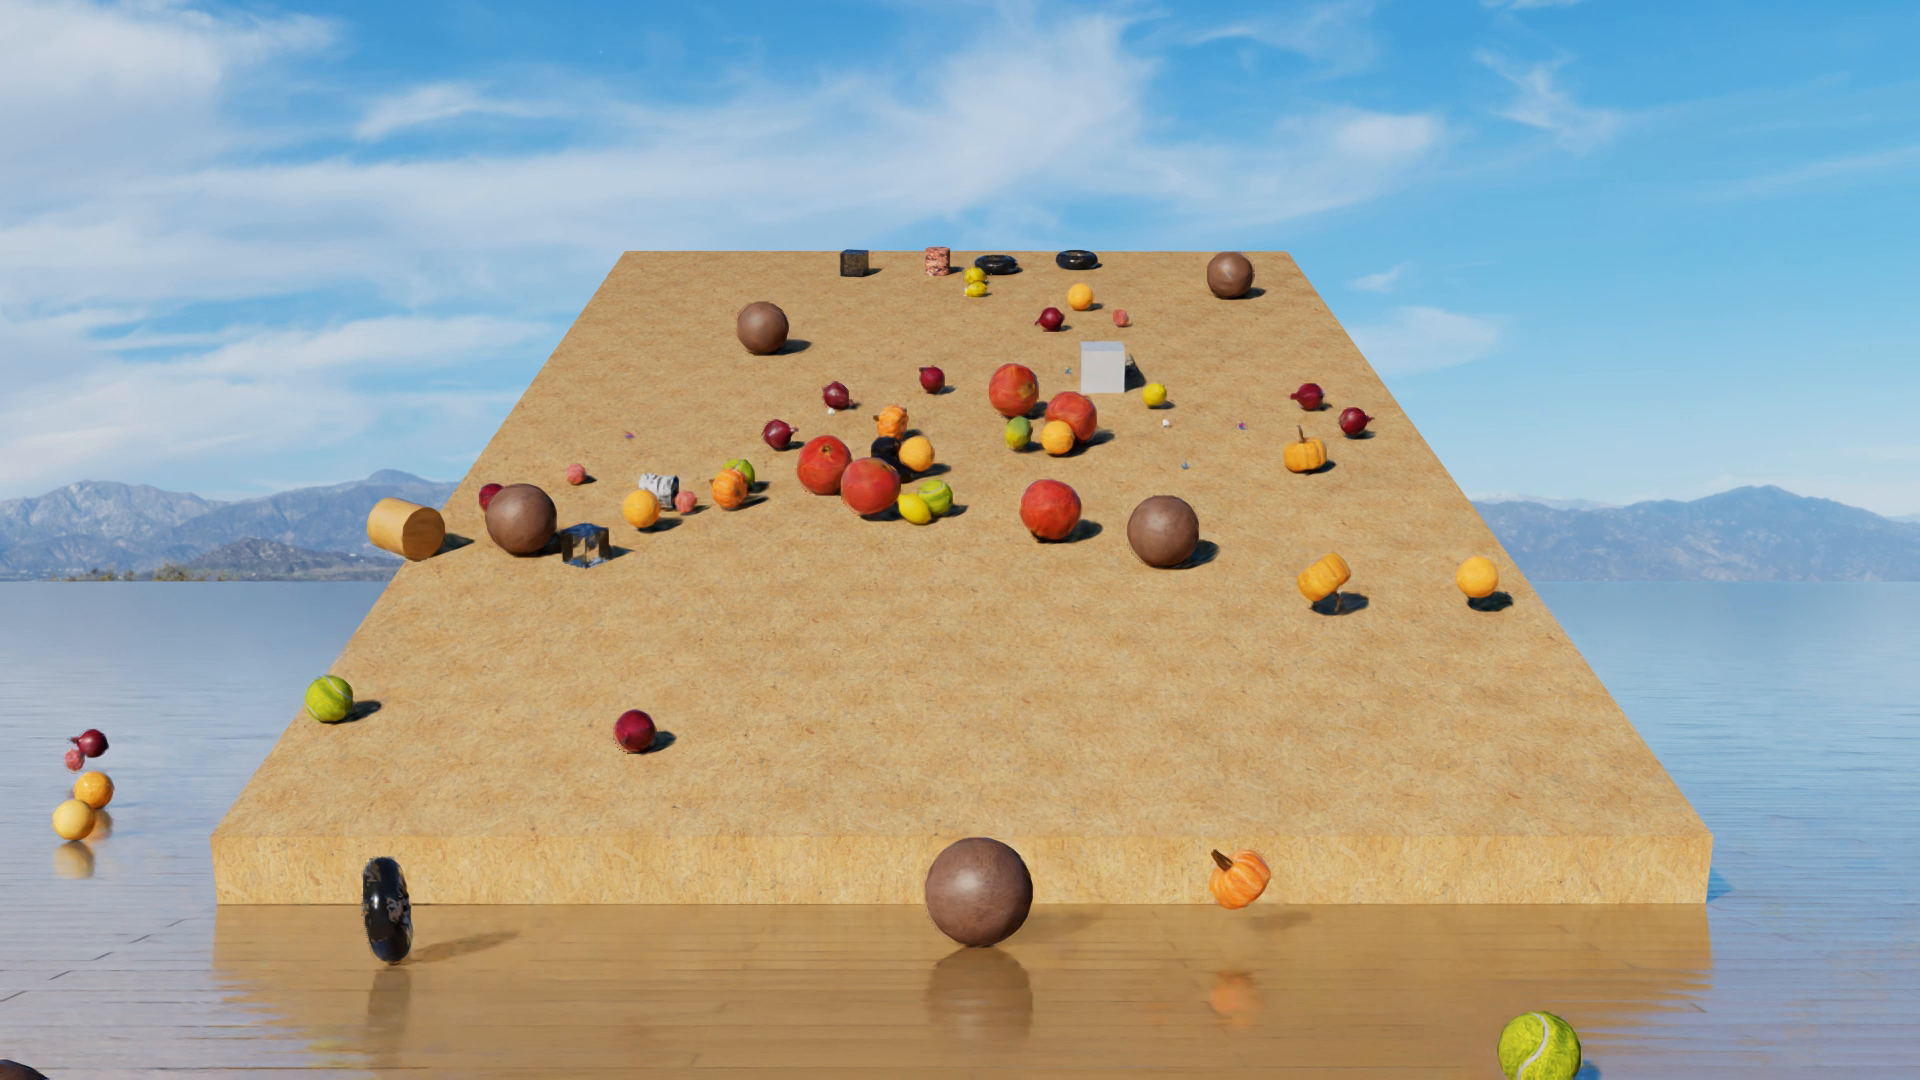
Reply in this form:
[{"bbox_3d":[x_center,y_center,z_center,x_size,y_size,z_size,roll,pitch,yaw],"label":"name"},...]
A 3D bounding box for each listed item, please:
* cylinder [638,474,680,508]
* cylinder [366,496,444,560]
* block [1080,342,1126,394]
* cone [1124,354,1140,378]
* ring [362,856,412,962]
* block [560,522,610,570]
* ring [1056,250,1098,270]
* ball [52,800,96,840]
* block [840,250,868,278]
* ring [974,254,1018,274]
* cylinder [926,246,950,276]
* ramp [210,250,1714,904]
[{"bbox_3d":[-0.582,-0.094,4.336,0.065,0.065,0.065,3,0,8],"label":"cylinder"},{"bbox_3d":[-1.004,-0.021,4.066,0.098,0.098,0.098,15,8,35],"label":"cylinder"},{"bbox_3d":[0.330,-0.401,5.209,0.099,0.099,0.099,0,18,1],"label":"block"},{"bbox_3d":[0.404,-0.421,5.340,0.054,0.054,0.054,0,18,0],"label":"cone"},{"bbox_3d":[-0.652,0.421,2.555,0.040,0.121,0.121,-8,0,-7],"label":"ring"},{"bbox_3d":[-0.673,0.010,4.037,0.061,0.061,0.061,13,22,34],"label":"block"},{"bbox_3d":[0.341,-0.817,6.547,0.125,0.042,0.125,0,20,0],"label":"ring"},{"bbox_3d":[-1.476,0.467,3.740,0.068,0.068,0.068,0,-1,0],"label":"ball"},{"bbox_3d":[-0.302,-0.793,6.433,0.066,0.066,0.066,4,19,12],"label":"block"},{"bbox_3d":[0.104,-0.795,6.478,0.127,0.042,0.127,0,17,0],"label":"ring"},{"bbox_3d":[-0.064,-0.801,6.447,0.072,0.072,0.072,0,18,0],"label":"cylinder"},{"bbox_3d":[-0.004,-0.192,4.897,2.000,0.100,4.000,0,18,0],"label":"ramp"}]
